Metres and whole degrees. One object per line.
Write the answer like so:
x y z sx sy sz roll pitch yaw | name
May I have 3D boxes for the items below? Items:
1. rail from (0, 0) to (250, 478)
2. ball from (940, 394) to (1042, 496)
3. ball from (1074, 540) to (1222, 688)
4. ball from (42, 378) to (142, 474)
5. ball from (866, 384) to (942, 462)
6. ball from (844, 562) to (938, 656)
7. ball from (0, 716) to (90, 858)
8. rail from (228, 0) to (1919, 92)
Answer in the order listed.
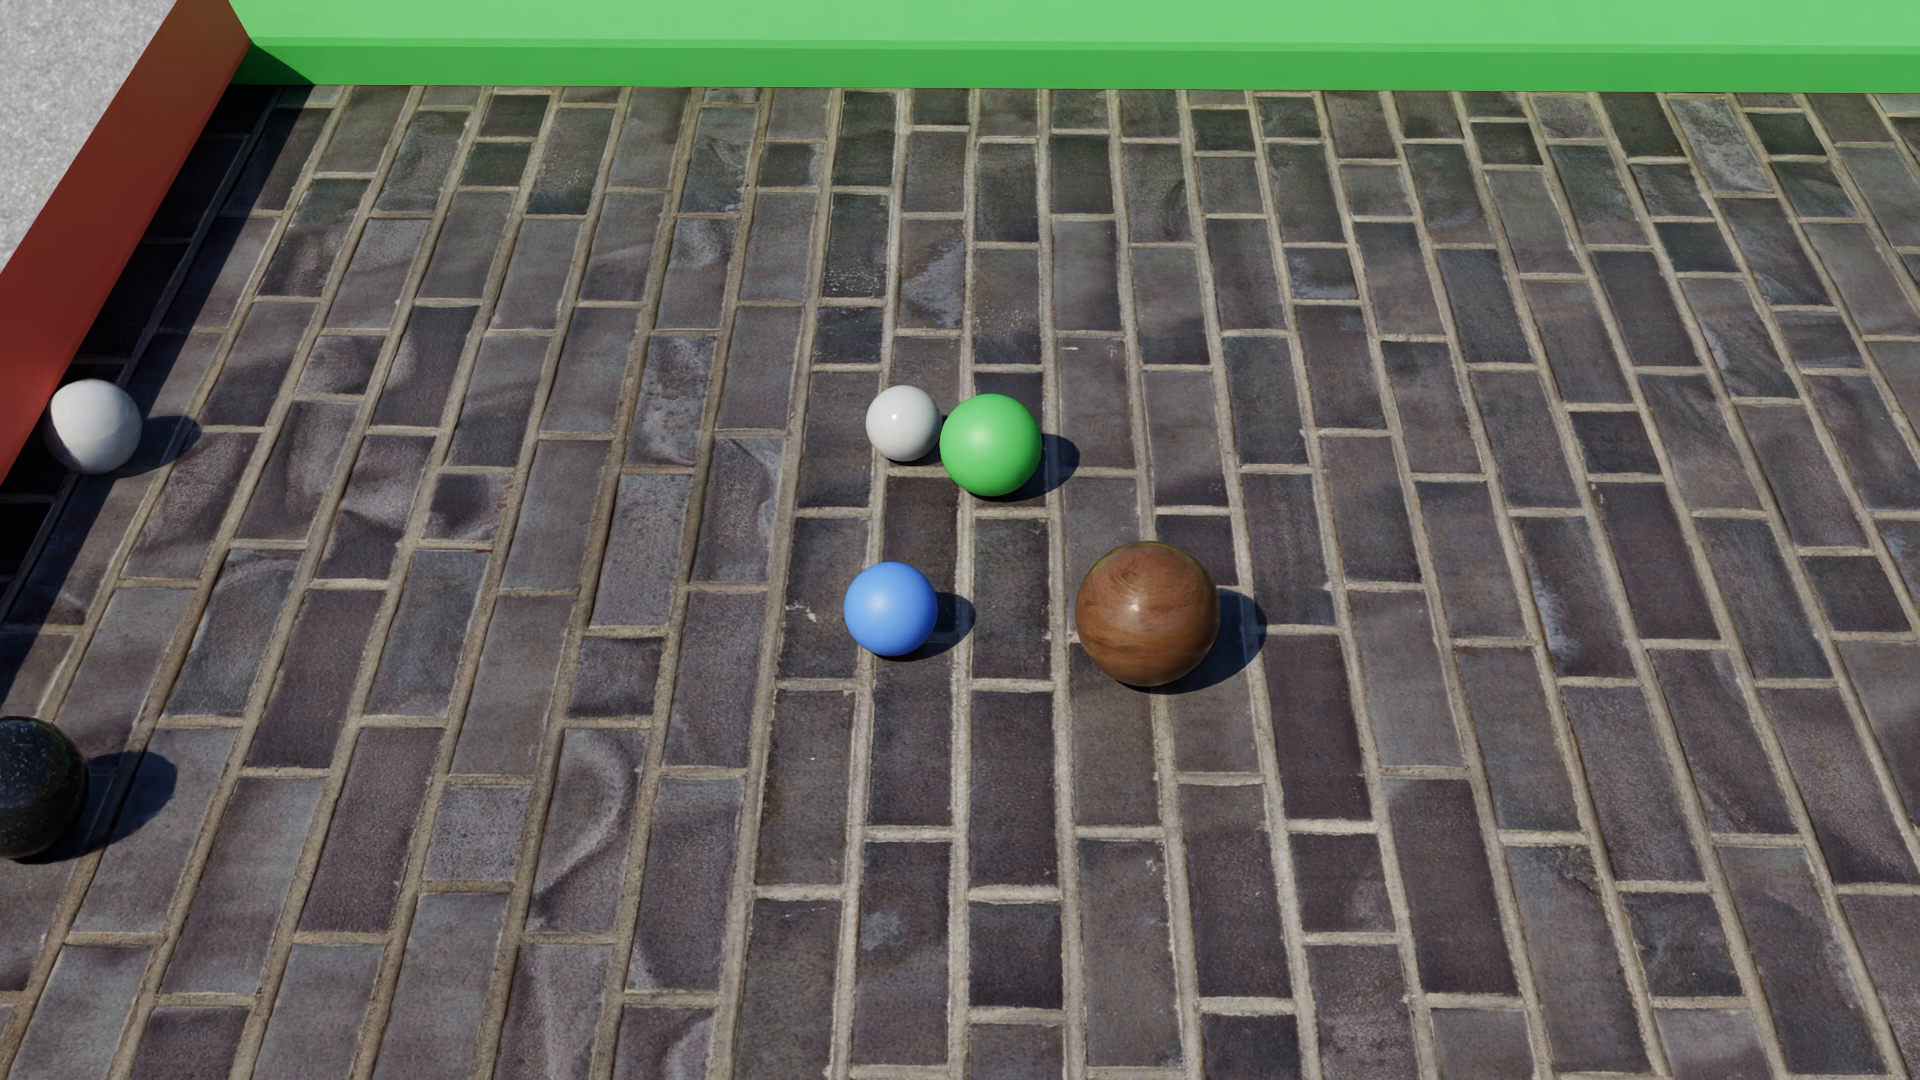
-0.703 -0.028 1.797 0.045 0.128 1.629 0 35 1 | rail
0.023 -0.070 1.904 0.077 0.077 0.077 0 35 0 | ball
0.126 0.049 1.715 0.098 0.098 0.098 0 35 0 | ball
-0.652 -0.085 1.928 0.072 0.072 0.072 0 35 0 | ball
-0.043 -0.088 1.945 0.058 0.058 0.058 0 35 0 | ball
-0.047 0.047 1.747 0.065 0.065 0.065 0 35 0 | ball
-0.582 0.152 1.579 0.087 0.087 0.087 0 35 0 | ball
0.737 -0.474 2.428 2.907 0.128 0.045 0 35 1 | rail
